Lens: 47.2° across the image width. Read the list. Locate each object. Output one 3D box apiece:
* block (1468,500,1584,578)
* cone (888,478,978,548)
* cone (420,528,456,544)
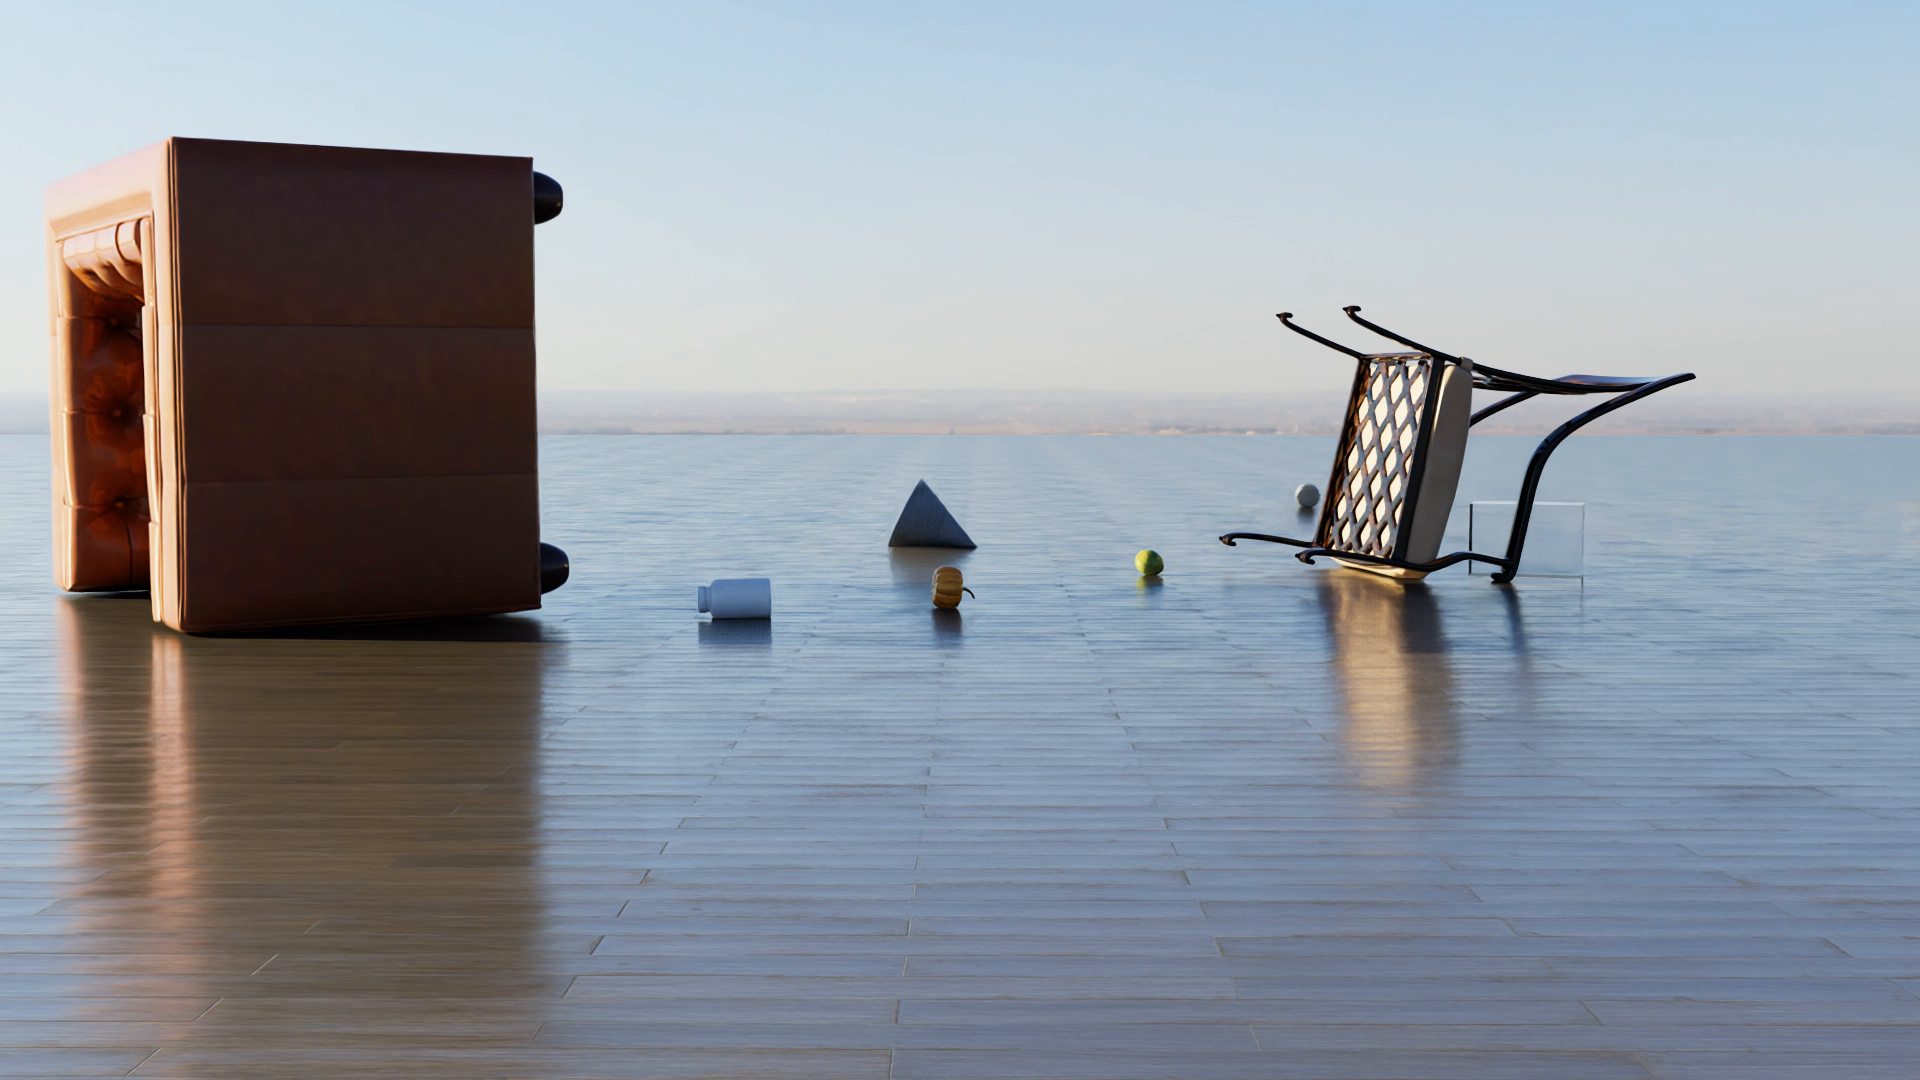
[{"bbox_3d":[1.369,-0.002,5.312,0.262,0.174,0.136,1,4,18],"label":"block"},{"bbox_3d":[-0.053,-0.029,6.249,0.228,0.213,0.255,26,22,3],"label":"cone"},{"bbox_3d":[-1.546,-0.003,6.418,0.087,0.050,0.128,-18,-8,42],"label":"cone"}]
